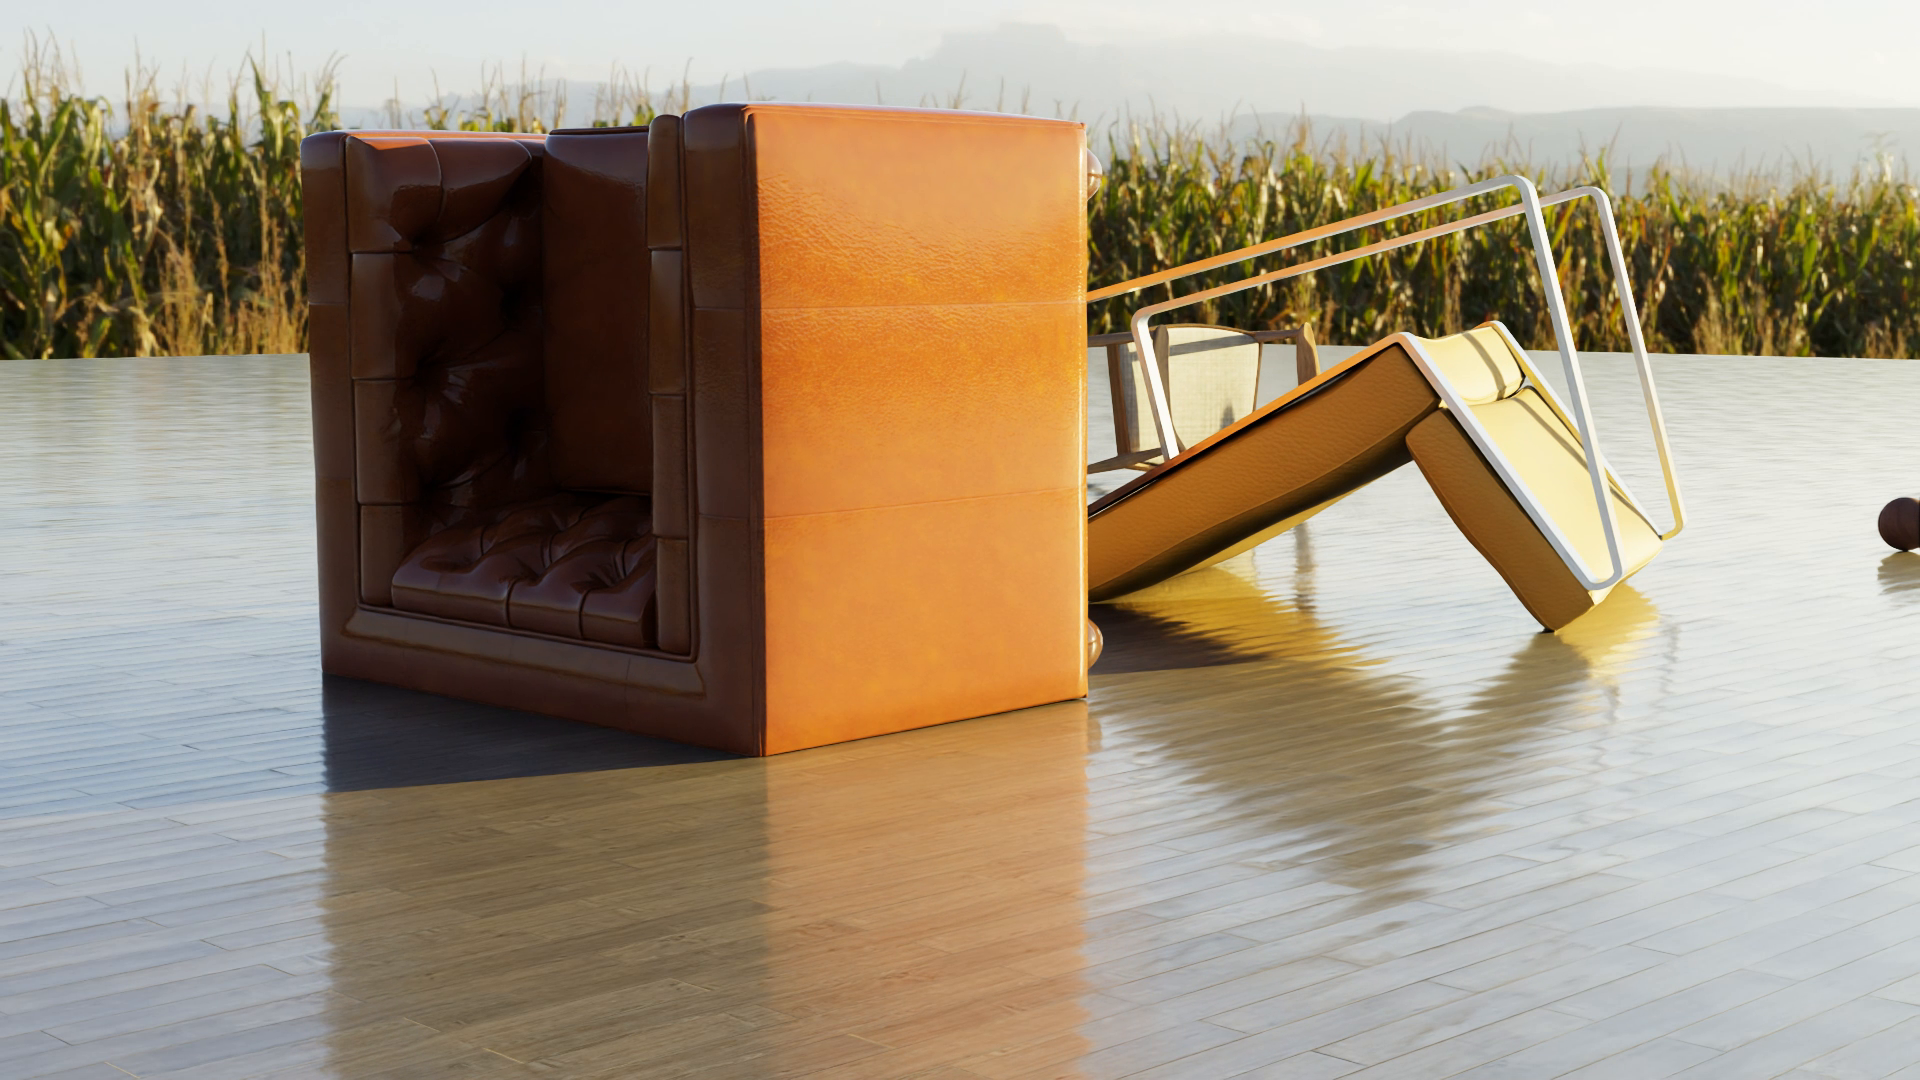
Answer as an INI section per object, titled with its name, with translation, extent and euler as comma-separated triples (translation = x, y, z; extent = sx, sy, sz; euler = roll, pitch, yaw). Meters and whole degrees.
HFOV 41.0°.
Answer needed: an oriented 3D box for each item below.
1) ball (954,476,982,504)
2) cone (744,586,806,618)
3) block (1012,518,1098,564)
[ball]
translation = 0.025, -0.145, 7.418
extent = 0.082, 0.082, 0.082
euler = 0, 6, 0
[cone]
translation = -0.352, 0.133, 4.977
extent = 0.114, 0.061, 0.067
euler = 17, 16, 13
[block]
translation = 0.222, 0.001, 5.998
extent = 0.147, 0.082, 0.209
euler = -1, 6, -14
